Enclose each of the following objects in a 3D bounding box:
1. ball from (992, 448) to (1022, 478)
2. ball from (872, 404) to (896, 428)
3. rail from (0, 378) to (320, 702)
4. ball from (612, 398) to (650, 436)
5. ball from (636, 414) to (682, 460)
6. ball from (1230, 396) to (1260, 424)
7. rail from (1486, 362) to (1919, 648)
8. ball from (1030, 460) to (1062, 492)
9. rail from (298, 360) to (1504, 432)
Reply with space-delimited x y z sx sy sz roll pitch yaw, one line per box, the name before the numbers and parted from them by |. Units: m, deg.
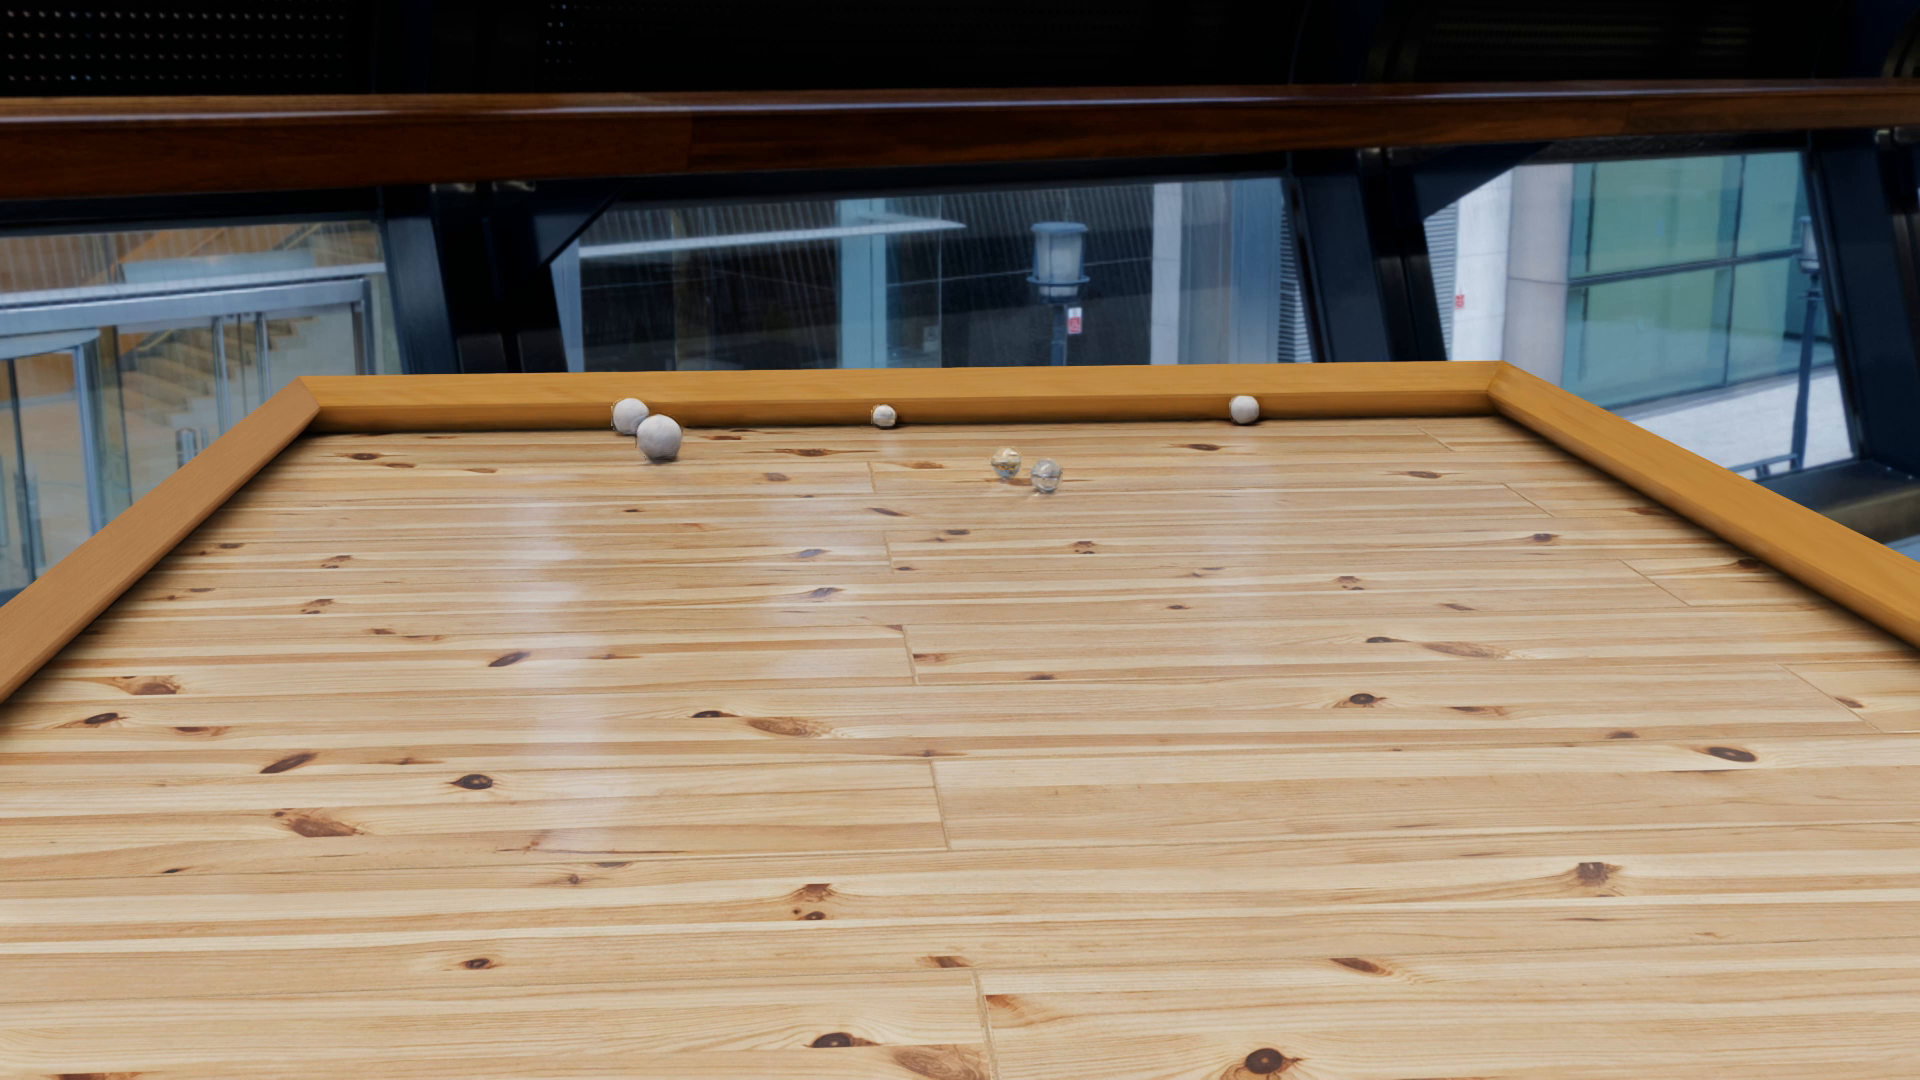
ball | 0.075 -0.125 3.545 0.048 0.048 0.048 0 14 0
ball | -0.136 -0.222 3.959 0.042 0.042 0.042 0 14 0
rail | -0.986 0.238 1.937 0.045 0.099 4.096 -1 14 -5
ball | -0.583 -0.219 3.895 0.066 0.066 0.066 0 14 0
ball | -0.503 -0.171 3.676 0.076 0.076 0.076 0 14 0
ball | 0.518 -0.237 3.998 0.053 0.053 0.053 0 14 0
rail | 1.153 0.197 2.107 0.045 0.099 4.096 -1 14 -5
ball | 0.135 -0.101 3.447 0.049 0.049 0.049 0 14 0
rail | -0.082 -0.258 3.983 2.194 0.099 0.045 -1 14 -5
